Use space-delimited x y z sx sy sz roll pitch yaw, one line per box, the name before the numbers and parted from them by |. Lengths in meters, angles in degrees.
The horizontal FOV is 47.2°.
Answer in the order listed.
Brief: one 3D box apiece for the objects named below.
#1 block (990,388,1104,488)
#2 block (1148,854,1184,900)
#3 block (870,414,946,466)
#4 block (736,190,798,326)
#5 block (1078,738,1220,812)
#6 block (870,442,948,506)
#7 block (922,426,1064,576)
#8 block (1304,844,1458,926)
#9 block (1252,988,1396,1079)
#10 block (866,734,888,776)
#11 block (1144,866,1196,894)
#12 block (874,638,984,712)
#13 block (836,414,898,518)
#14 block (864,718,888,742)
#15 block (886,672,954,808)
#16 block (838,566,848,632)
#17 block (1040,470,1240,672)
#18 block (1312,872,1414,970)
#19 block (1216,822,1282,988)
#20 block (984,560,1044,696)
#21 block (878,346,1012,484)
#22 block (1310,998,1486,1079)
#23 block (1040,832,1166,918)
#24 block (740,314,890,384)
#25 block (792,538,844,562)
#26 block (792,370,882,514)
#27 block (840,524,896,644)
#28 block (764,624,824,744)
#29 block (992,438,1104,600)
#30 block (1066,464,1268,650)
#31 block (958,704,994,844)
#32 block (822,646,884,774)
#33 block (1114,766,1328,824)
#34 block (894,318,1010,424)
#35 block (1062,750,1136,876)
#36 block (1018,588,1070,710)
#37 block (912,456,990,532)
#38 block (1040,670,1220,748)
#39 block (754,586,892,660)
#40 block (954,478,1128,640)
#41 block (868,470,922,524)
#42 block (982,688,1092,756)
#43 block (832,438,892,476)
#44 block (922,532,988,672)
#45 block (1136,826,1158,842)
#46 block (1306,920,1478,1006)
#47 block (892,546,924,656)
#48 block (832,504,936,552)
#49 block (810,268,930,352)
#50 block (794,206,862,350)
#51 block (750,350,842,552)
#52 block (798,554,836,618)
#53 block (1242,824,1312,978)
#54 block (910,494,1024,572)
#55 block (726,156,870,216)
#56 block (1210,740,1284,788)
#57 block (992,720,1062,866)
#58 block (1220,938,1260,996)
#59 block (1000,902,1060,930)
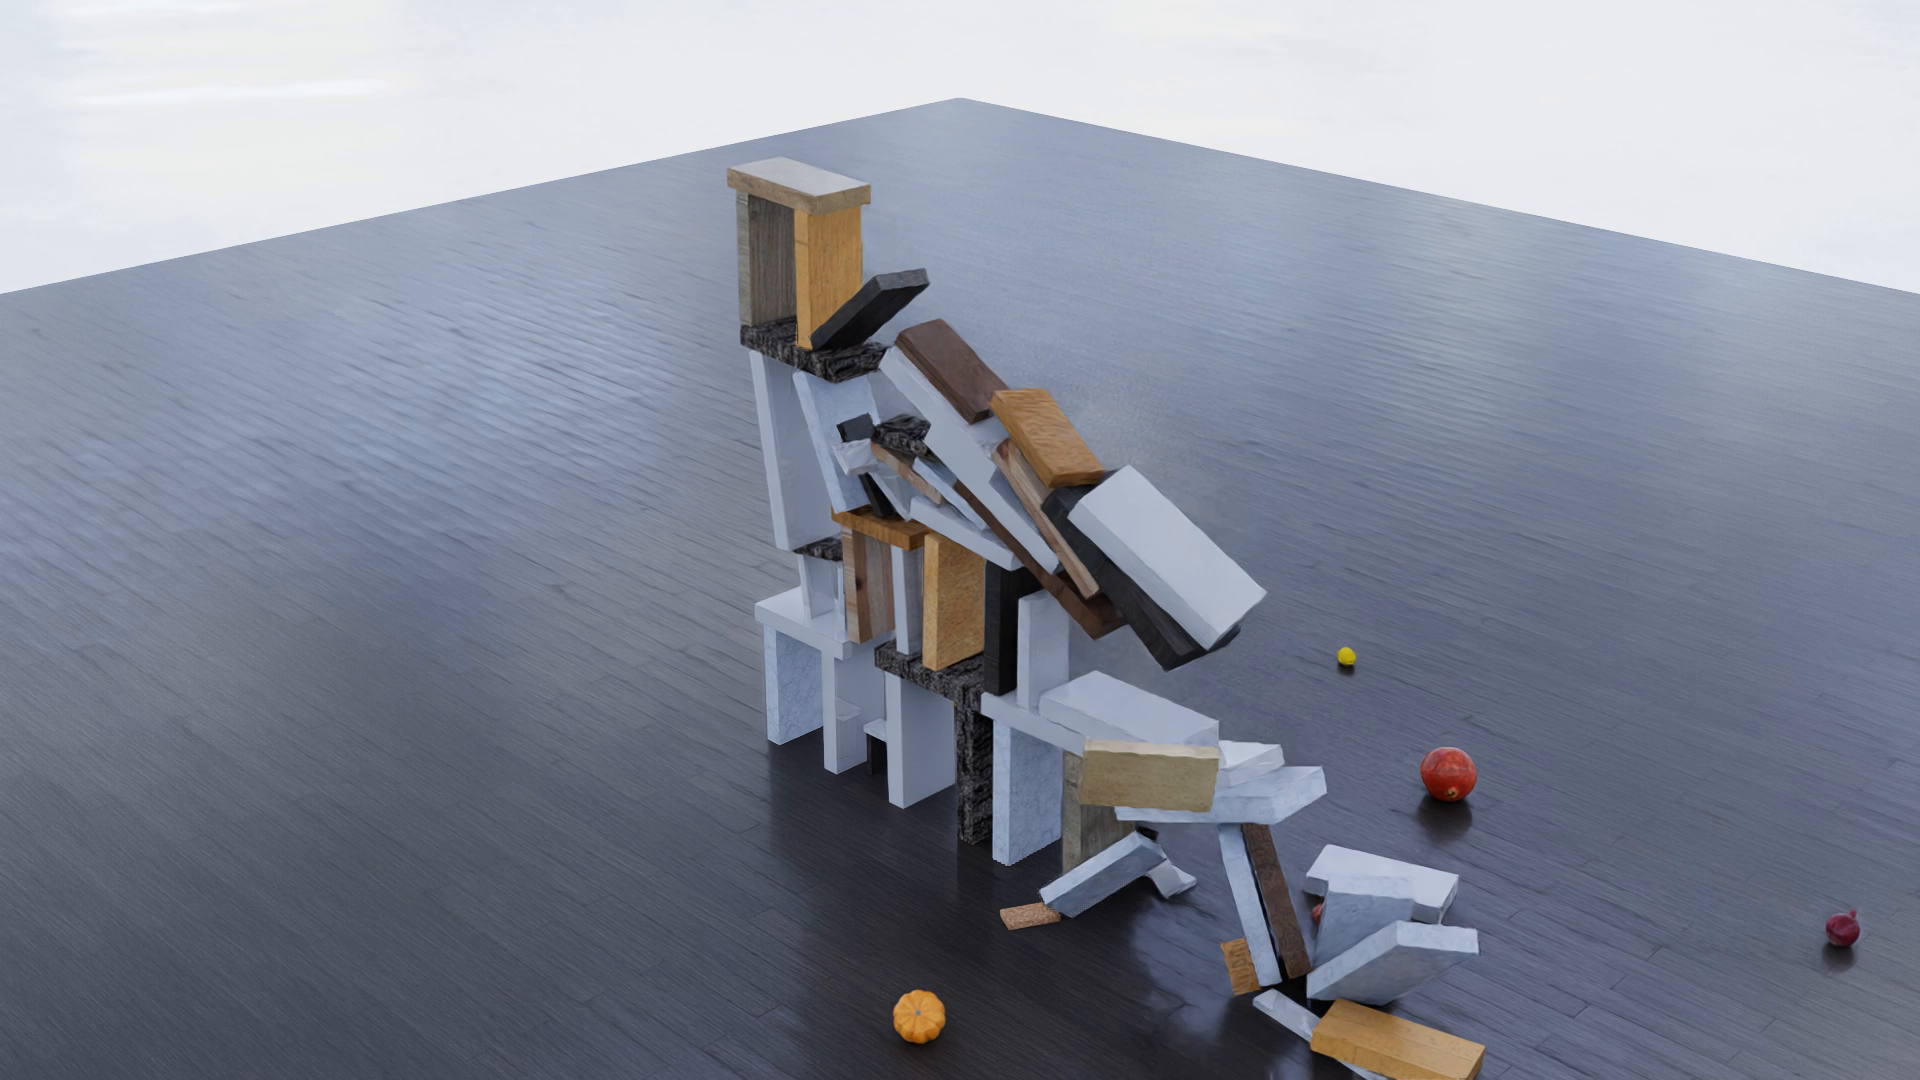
block | 0.155 -0.185 3.954 0.112 0.032 0.224 -7 48 -33
block | 0.389 0.639 4.191 0.046 0.013 0.092 -33 38 0
block | -0.061 -0.190 4.195 0.200 0.028 0.100 19 31 33
block | -0.378 -0.575 4.394 0.136 0.272 0.039 -20 32 -38
block | 0.302 0.379 3.532 0.215 0.108 0.030 4 31 -2
block | -0.069 -0.145 4.238 0.100 0.028 0.200 -25 50 -38
block | 0.109 -0.099 4.058 0.159 0.045 0.361 -24 63 -42
block | 0.801 0.652 4.176 0.259 0.037 0.130 11 25 24
block | 0.830 0.952 3.500 0.050 0.014 0.977 -17 28 -34
block | -0.173 0.440 4.602 0.014 0.095 0.048 21 31 41
block | 0.400 0.645 4.223 0.050 0.014 0.100 -19 29 -37
block | -0.013 0.252 4.347 0.148 0.042 0.297 -21 30 -40
block | -0.171 -0.146 4.340 0.071 0.202 0.020 -23 -2 -38
block | -0.150 0.399 4.560 0.095 0.014 0.048 21 31 41
block | -0.080 0.383 4.476 0.042 0.297 0.149 20 31 41
block | -0.217 0.113 4.517 0.069 0.138 0.020 -19 29 -37
block | 0.318 0.050 3.881 0.169 0.048 0.377 -19 64 -41
block | 0.694 0.679 3.797 0.143 0.285 0.040 5 46 6
block | 0.511 0.633 3.892 0.040 0.285 0.143 -15 26 7
block | 0.107 0.149 4.171 0.038 0.271 0.135 21 30 40
block | 0.011 -0.250 4.087 0.159 0.045 0.319 -23 63 -42
block | 0.732 0.850 3.680 0.259 0.037 0.130 14 21 25
block | 0.263 0.616 4.038 0.215 0.108 0.030 -34 54 14
block | -0.289 -0.385 4.362 0.144 0.041 0.289 -21 33 -40
block | -0.274 0.016 4.523 0.069 0.020 0.138 -21 22 -40
block | -0.223 -0.211 4.368 0.144 0.289 0.041 -20 5 -39
block | -0.181 0.074 4.460 0.032 0.252 0.113 16 28 42
block | -0.352 0.290 4.726 0.039 0.275 0.137 21 31 41
block | 0.205 -0.058 3.978 0.159 0.045 0.319 -22 75 -42
block | 0.364 0.027 3.858 0.337 0.048 0.169 44 43 10
block | 0.062 0.439 4.346 0.148 0.297 0.042 -21 31 -41
block | -0.223 0.340 4.608 0.137 0.275 0.039 -21 31 -41
block | 0.456 0.448 3.879 0.337 0.048 0.169 -5 9 41
block | -0.008 -0.315 4.081 0.112 0.032 0.224 -23 62 -42
block | 0.265 0.517 4.153 0.152 0.304 0.043 -20 30 -39
block | 0.157 0.199 4.121 0.108 0.215 0.030 -19 28 -40
block | 0.014 -0.101 4.155 0.100 0.028 0.200 -23 54 -41
block | 0.308 0.327 4.035 0.152 0.043 0.304 -19 29 -40
block | -0.288 0.171 4.605 0.274 0.039 0.137 21 31 40
block | 0.174 0.005 4.056 0.152 0.043 0.402 -23 62 -42
block | -0.120 -0.109 4.322 0.071 0.142 0.020 -35 -3 -40
block | 0.204 0.331 4.146 0.304 0.043 0.152 20 30 38
block | -0.169 -0.167 4.296 0.142 0.020 0.071 -10 50 -26
block | -0.009 0.104 4.280 0.135 0.279 0.038 -22 34 -40
block | 0.346 0.597 4.222 0.046 0.092 0.013 23 -2 -42
block | 0.718 0.712 3.684 0.143 0.349 0.040 8 63 -14
block | -0.078 0.103 4.357 0.113 0.226 0.032 -21 28 -40
block | -0.137 -0.039 4.359 0.113 0.032 0.226 -21 31 -40
block | -0.173 -0.435 4.174 0.112 0.032 0.278 -13 -12 -35
block | -0.254 -0.519 4.277 0.136 0.272 0.039 -21 30 -40
block | -0.334 -0.197 4.498 0.144 0.415 0.041 -21 22 -40
block | -0.299 0.085 4.580 0.069 0.138 0.020 -21 23 -40
block | 0.555 0.608 3.902 0.043 0.304 0.152 -17 6 5
block | 0.047 -0.028 4.162 0.135 0.038 0.271 -21 37 -41
block | -0.315 -0.689 4.273 0.136 0.039 0.272 -20 32 -39
block | 0.444 0.399 3.945 0.130 0.037 0.259 -18 9 -33
block | 0.132 0.467 4.270 0.043 0.304 0.152 21 30 40
block | 0.485 0.738 3.809 0.046 0.092 0.013 -25 -14 40
block | 0.131 0.699 4.095 0.100 0.014 0.050 -7 24 -16
